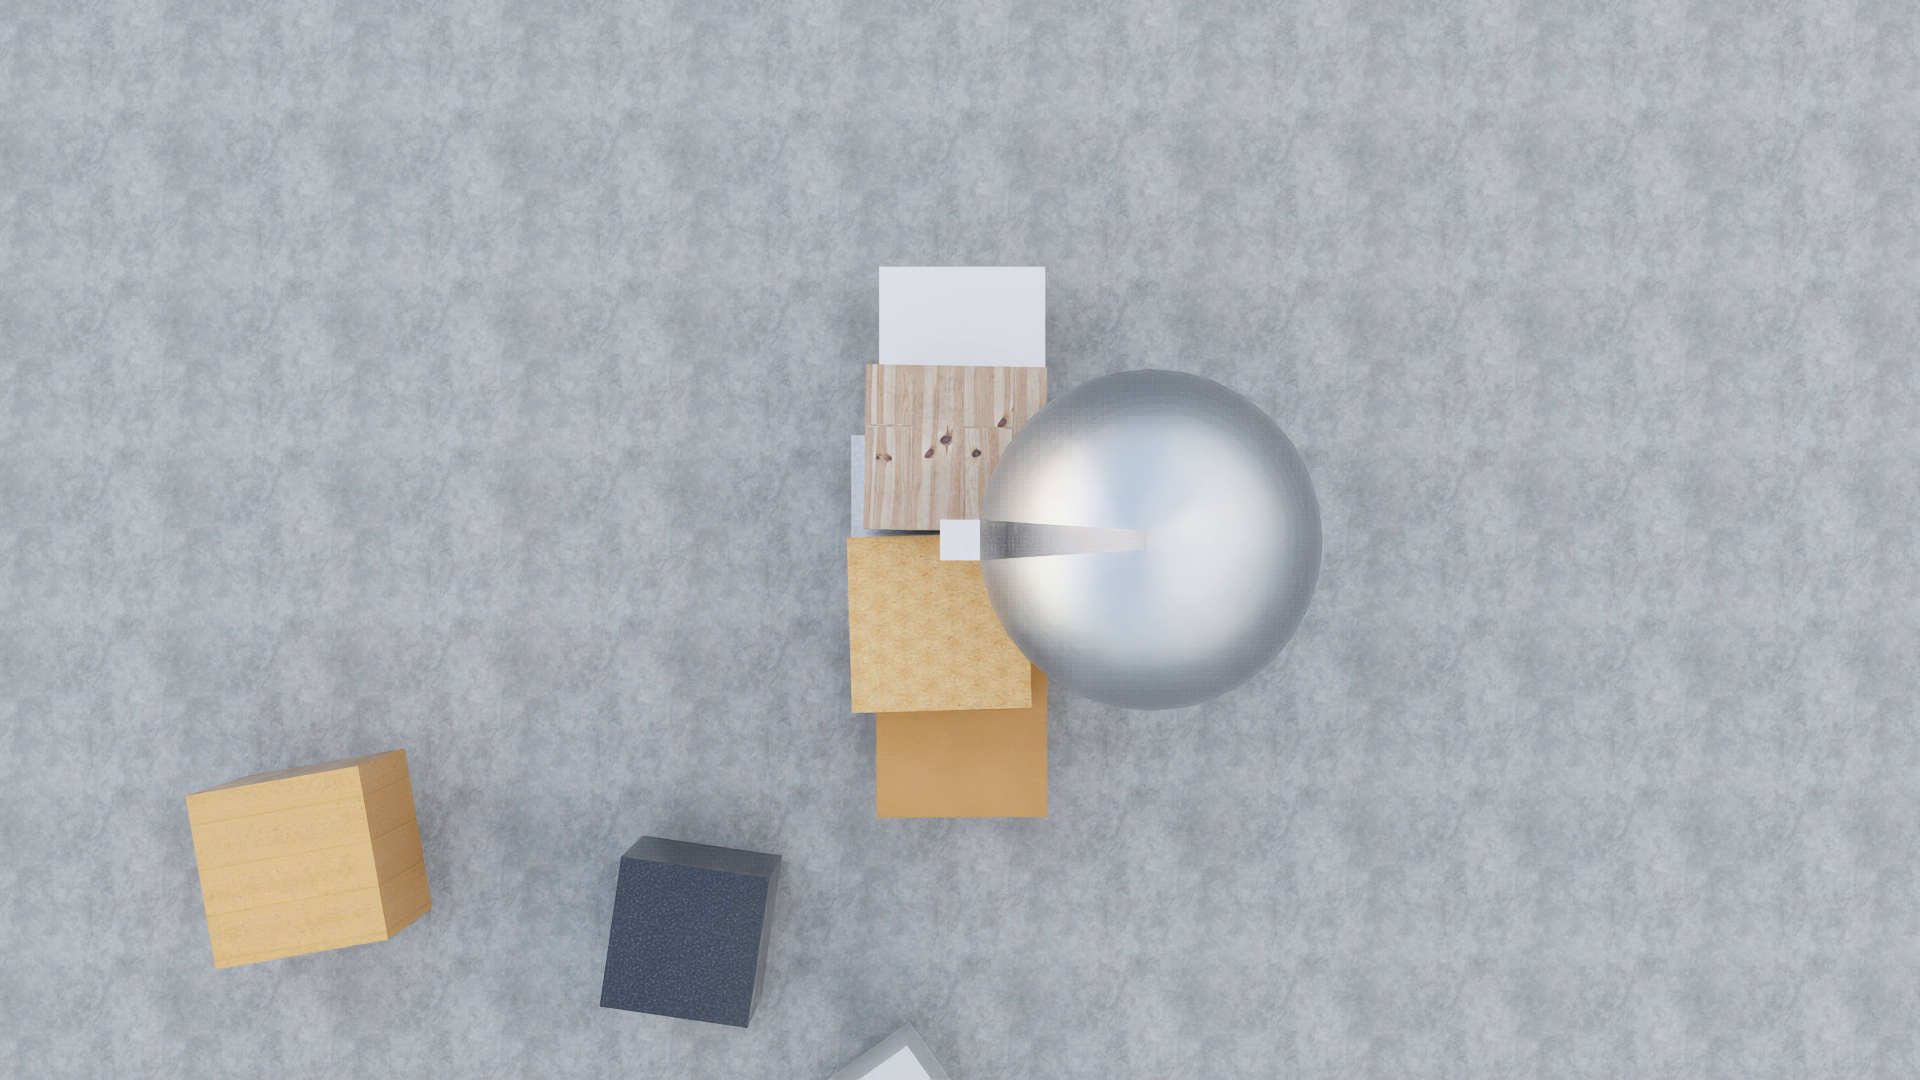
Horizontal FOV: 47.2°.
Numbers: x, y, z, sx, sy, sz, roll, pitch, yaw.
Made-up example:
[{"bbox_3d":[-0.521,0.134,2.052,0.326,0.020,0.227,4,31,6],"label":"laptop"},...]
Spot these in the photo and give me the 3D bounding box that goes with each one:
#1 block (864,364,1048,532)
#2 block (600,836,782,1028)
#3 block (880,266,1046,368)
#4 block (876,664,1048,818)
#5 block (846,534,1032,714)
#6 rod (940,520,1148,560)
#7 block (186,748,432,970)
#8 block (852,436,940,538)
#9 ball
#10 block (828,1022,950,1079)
[{"bbox_3d":[-0.023,-0.457,11.432,0.899,1.019,0.819,1,90,0],"label":"block"},{"bbox_3d":[-1.522,2.221,12.571,0.827,0.859,0.838,8,90,0],"label":"block"},{"bbox_3d":[0.012,-1.041,12.543,0.912,0.914,0.924,0,90,0],"label":"block"},{"bbox_3d":[0.009,0.971,12.426,0.921,1.147,1.048,0,90,0],"label":"block"},{"bbox_3d":[-0.105,0.430,11.465,0.904,0.776,0.884,-2,88,0],"label":"block"},{"bbox_3d":[0.384,0.000,6.910,0.080,5.200,0.080,0,90,8],"label":"rod"},{"bbox_3d":[-3.671,1.788,12.495,0.954,1.009,0.961,-10,90,0],"label":"block"},{"bbox_3d":[-0.008,-0.062,12.471,1.166,1.059,1.014,0,90,0],"label":"block"},{"bbox_3d":[0.885,0.000,10.273,1.600,1.600,1.600,0,90,0],"label":"ball"},{"bbox_3d":[-0.396,3.269,12.691,0.648,0.618,0.576,-35,90,0],"label":"block"}]
